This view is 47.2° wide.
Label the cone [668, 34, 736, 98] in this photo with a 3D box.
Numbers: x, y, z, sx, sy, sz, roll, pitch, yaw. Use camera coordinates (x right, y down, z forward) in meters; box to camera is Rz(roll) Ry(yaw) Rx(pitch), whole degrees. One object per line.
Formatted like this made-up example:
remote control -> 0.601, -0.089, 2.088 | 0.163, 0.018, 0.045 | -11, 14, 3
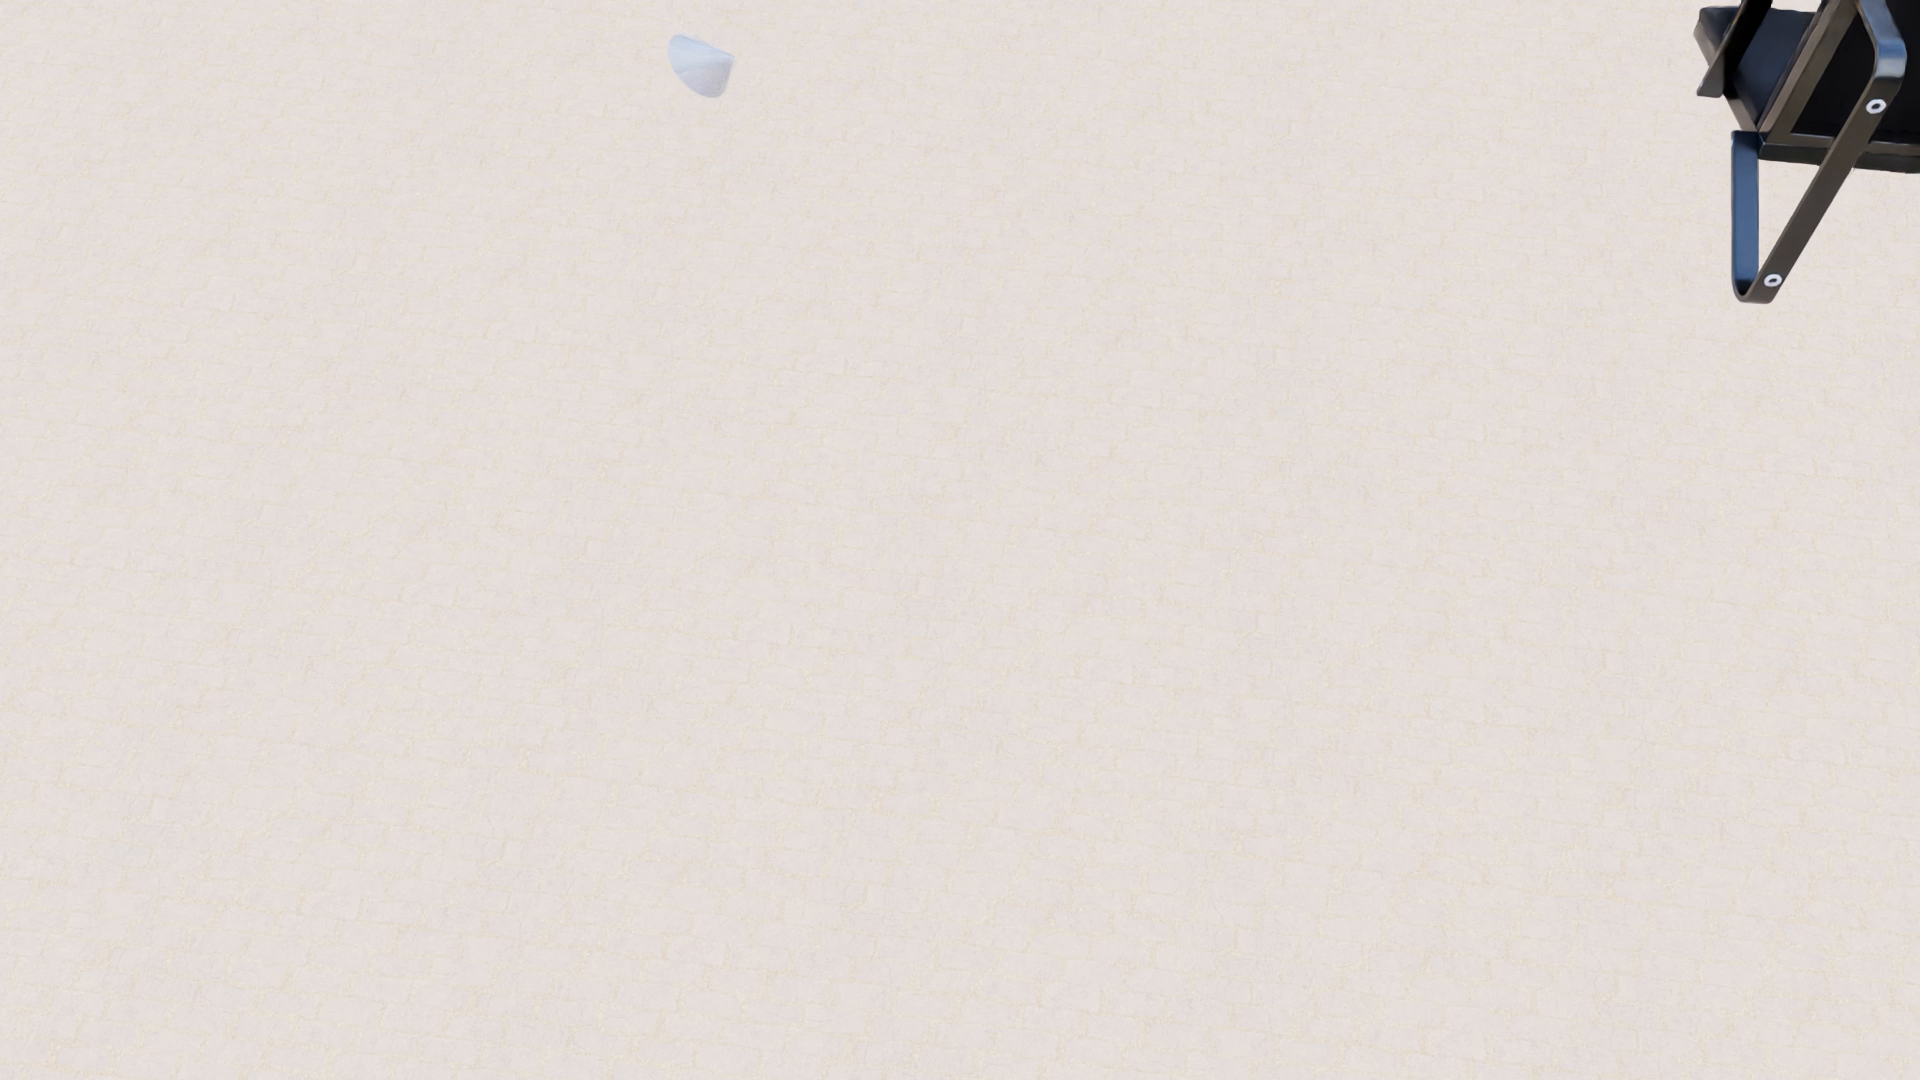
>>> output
cone -> -0.438, -0.863, 3.967 | 0.087, 0.177, 0.104 | -5, 78, 31
